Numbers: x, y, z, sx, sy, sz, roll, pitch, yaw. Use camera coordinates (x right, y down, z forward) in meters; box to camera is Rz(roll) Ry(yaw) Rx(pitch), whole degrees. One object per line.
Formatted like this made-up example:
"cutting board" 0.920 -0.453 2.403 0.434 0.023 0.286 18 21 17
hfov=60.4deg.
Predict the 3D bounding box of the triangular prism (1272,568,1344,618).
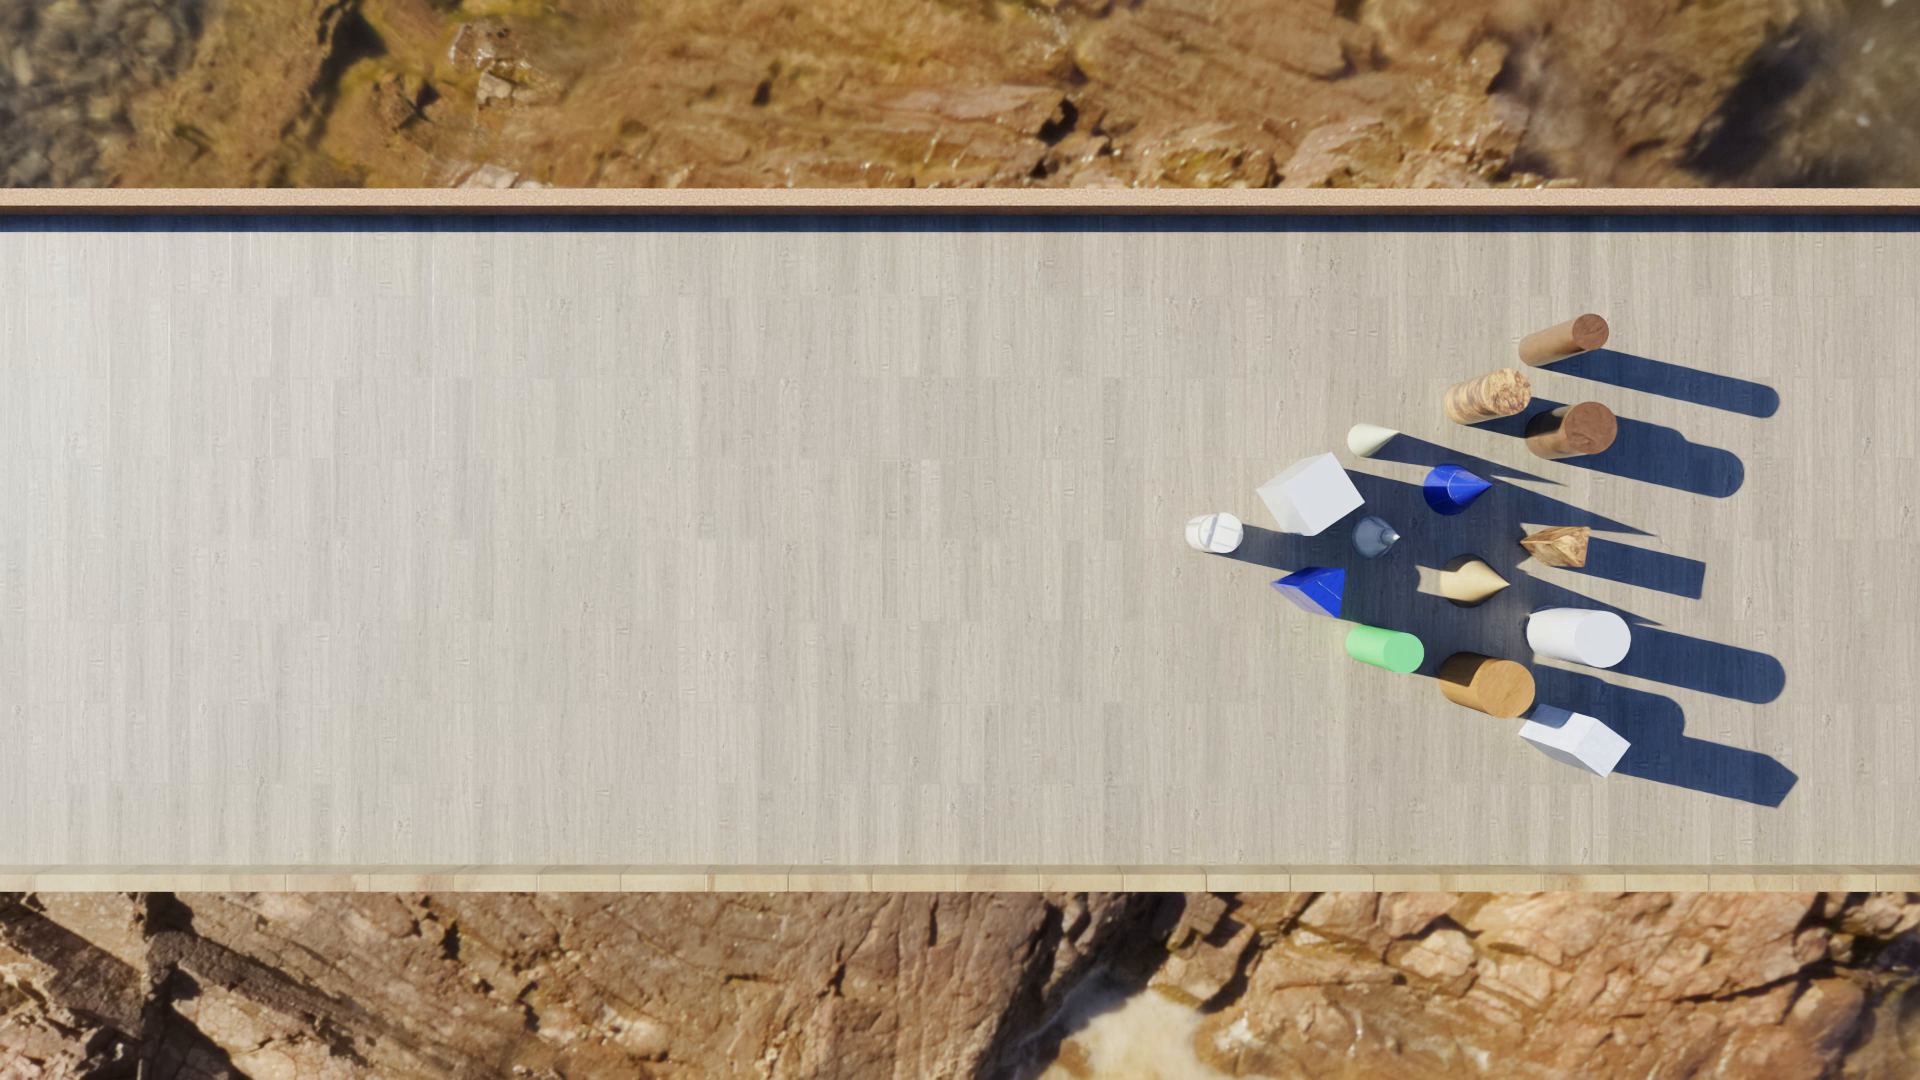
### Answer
"triangular prism" 1.043 0.130 4.853 0.136 0.446 0.117 38 90 0

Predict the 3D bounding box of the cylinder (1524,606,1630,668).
"cylinder" 1.817 0.281 4.871 0.160 0.412 0.160 0 90 0

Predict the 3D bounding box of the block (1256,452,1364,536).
"block" 1.029 -0.131 4.874 0.171 0.404 0.171 -33 90 0

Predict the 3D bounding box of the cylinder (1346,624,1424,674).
"cylinder" 1.245 0.318 4.853 0.115 0.446 0.115 0 90 0

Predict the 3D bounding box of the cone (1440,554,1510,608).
"cone" 1.562 0.126 4.880 0.168 0.394 0.168 0 90 0

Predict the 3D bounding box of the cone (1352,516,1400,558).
"cone" 1.270 -0.008 4.918 0.132 0.316 0.132 0 90 0

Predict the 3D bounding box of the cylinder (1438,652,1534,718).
"cylinder" 1.555 0.426 4.887 0.166 0.379 0.166 0 90 0

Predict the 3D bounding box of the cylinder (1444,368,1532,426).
"cylinder" 1.555 -0.420 4.879 0.134 0.394 0.134 0 90 0

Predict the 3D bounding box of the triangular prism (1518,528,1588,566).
"triangular prism" 1.790 0.002 4.926 0.116 0.301 0.101 38 90 0

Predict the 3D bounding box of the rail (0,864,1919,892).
"rail" -2.247 1.025 5.001 12.000 0.150 0.050 0 90 0

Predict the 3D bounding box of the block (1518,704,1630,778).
"block" 1.800 0.586 4.853 0.119 0.447 0.119 36 90 0

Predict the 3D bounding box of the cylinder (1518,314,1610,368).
"cylinder" 1.771 -0.584 4.853 0.104 0.446 0.104 0 90 0

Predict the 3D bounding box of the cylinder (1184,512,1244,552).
"cylinder" 0.748 -0.020 4.881 0.114 0.391 0.114 0 90 0

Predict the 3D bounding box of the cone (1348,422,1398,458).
"cone" 1.246 -0.308 4.873 0.107 0.408 0.107 0 90 0

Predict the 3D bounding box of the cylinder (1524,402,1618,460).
"cylinder" 1.814 -0.323 4.909 0.152 0.335 0.152 0 90 0

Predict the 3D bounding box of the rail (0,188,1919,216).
"rail" -2.247 -1.025 5.002 12.000 0.150 0.050 0 90 0

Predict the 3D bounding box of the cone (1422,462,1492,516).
"cone" 1.506 -0.156 4.869 0.163 0.415 0.163 0 90 0
